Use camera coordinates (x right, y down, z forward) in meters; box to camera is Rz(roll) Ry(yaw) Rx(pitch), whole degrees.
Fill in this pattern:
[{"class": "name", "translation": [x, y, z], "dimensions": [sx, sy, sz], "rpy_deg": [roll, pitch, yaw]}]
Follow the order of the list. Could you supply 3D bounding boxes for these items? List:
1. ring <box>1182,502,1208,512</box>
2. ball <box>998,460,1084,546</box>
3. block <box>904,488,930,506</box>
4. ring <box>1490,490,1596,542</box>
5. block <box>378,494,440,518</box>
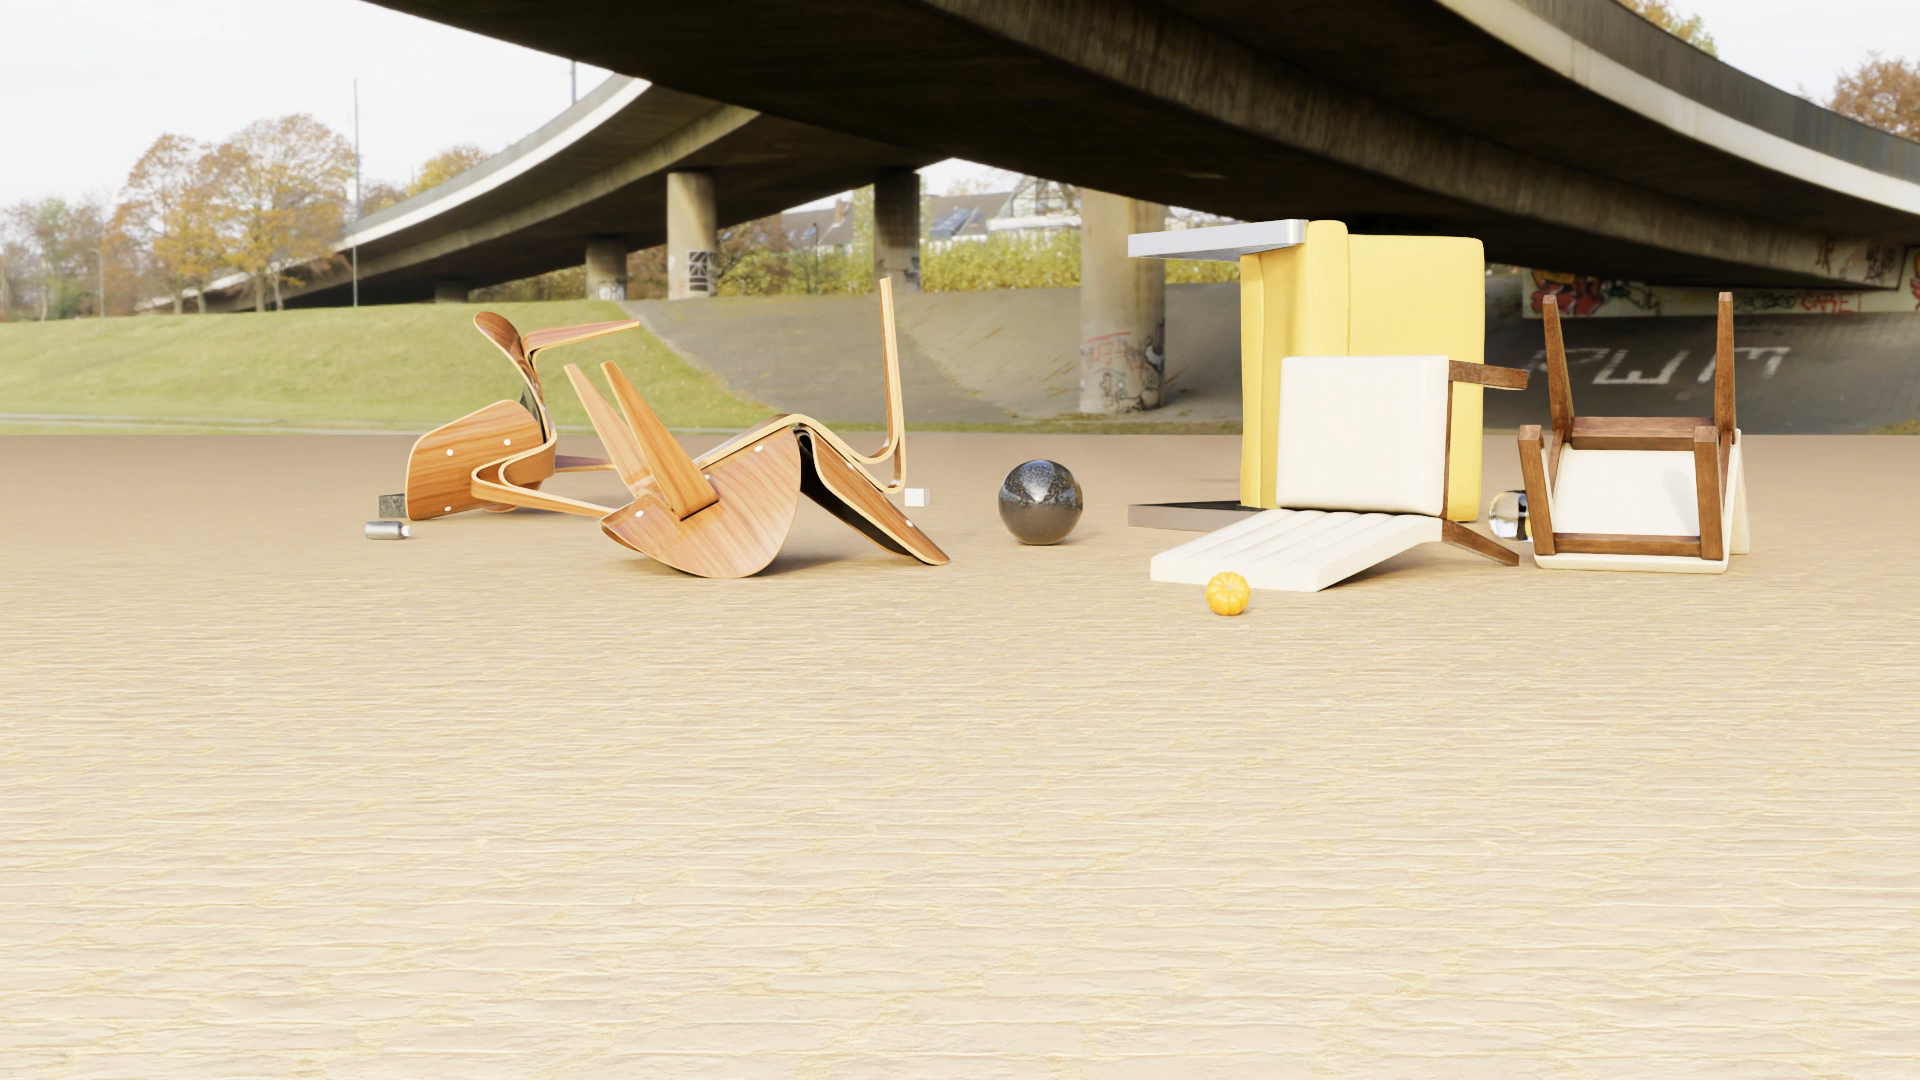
[{"class": "ring", "translation": [0.854, -0.117, 7.995], "dimensions": [0.101, 0.036, 0.053], "rpy_deg": [1, 6, 25]}, {"class": "ball", "translation": [0.231, -0.108, 6.315], "dimensions": [0.248, 0.248, 0.248], "rpy_deg": [0, 4, 0]}, {"class": "block", "translation": [-0.163, -0.166, 8.489], "dimensions": [0.075, 0.066, 0.084], "rpy_deg": [1, 4, 17]}, {"class": "ring", "translation": [1.740, -0.072, 6.567], "dimensions": [0.314, 0.145, 0.280], "rpy_deg": [0, 5, 9]}, {"class": "block", "translation": [-1.937, -0.120, 7.736], "dimensions": [0.144, 0.077, 0.178], "rpy_deg": [1, 4, 12]}]
